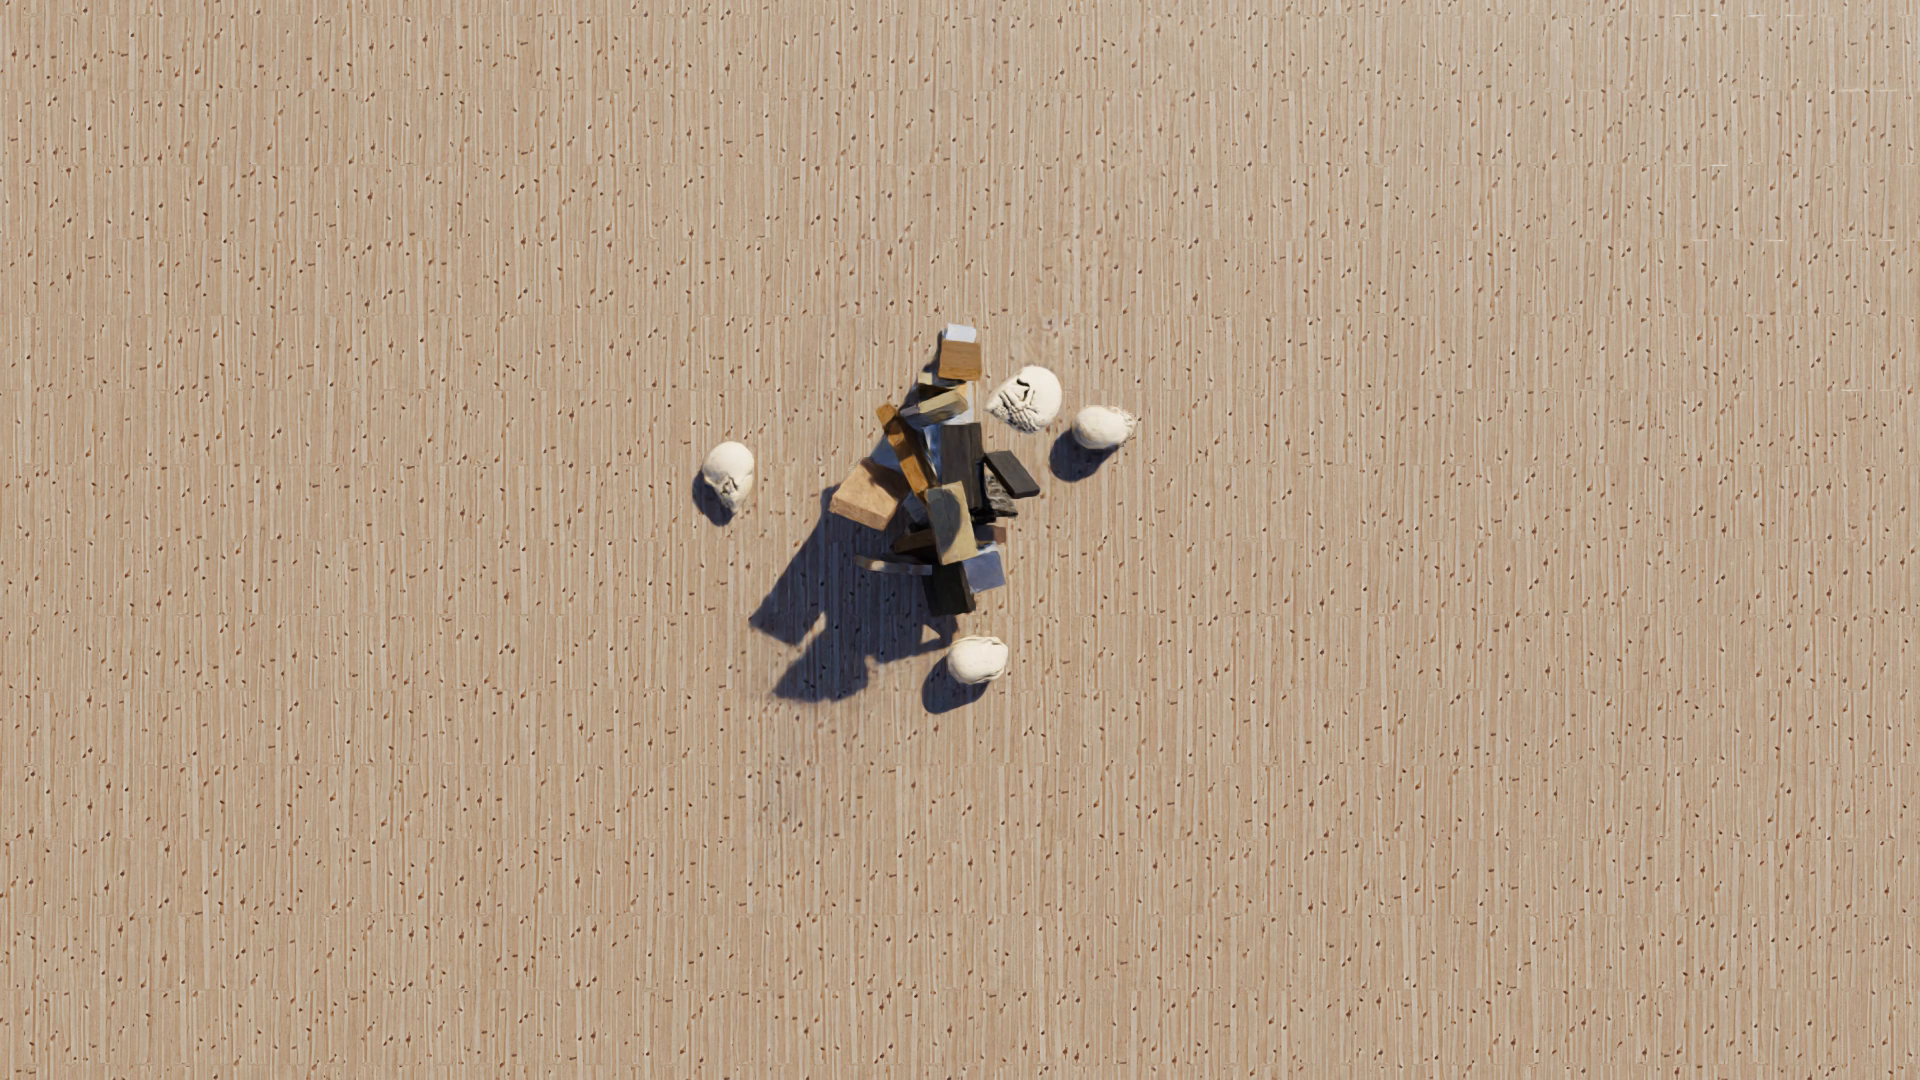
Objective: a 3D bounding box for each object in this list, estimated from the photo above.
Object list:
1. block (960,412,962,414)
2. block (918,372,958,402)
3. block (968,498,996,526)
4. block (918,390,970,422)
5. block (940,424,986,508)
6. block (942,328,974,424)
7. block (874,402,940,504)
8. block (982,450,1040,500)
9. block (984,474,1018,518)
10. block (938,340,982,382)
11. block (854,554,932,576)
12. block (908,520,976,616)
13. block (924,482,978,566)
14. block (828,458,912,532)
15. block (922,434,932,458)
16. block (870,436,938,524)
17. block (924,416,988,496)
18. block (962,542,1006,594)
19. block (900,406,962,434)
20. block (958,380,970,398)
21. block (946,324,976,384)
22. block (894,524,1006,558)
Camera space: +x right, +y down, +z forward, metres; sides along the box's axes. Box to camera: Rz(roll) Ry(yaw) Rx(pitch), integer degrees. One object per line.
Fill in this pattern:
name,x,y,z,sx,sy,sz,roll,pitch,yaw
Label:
block,-0.021,-0.392,5.437,0.055,0.016,0.111,-2,101,2
block,-0.066,-0.451,5.106,0.118,0.360,0.034,11,82,2
block,0.013,-0.164,5.079,0.090,0.026,0.318,-11,47,-18
block,-0.047,-0.403,4.982,0.118,0.237,0.034,-21,85,7
block,0.009,-0.220,4.949,0.126,0.036,0.251,-4,90,5
block,-0.007,-0.547,5.487,0.095,0.027,0.315,-2,90,0
block,-0.146,-0.250,5.152,0.050,0.178,0.356,-32,57,9
block,0.151,-0.194,4.871,0.090,0.026,0.181,-10,48,-33
block,0.110,-0.138,5.128,0.090,0.181,0.026,6,128,-24
block,0.002,-0.564,5.152,0.126,0.540,0.036,6,105,-1
block,-0.216,0.079,5.335,0.229,0.114,0.032,5,99,-35
block,-0.057,0.088,5.413,0.158,0.045,0.316,-8,100,36
block,-0.028,-0.051,4.900,0.114,0.032,0.229,-14,95,-19
block,-0.272,-0.144,5.147,0.178,0.356,0.050,22,115,3
block,-0.072,-0.352,5.378,0.104,0.029,0.208,1,101,33
block,-0.159,-0.220,5.355,0.158,0.045,0.316,-49,58,26
block,-0.015,-0.238,4.995,0.126,0.036,0.251,-17,85,5
block,0.072,0.087,5.132,0.114,0.229,0.032,-15,60,0
block,-0.094,-0.387,5.239,0.118,0.237,0.034,27,74,-23
block,-0.017,-0.531,5.430,0.095,0.027,0.189,8,71,-1
block,-0.008,-0.614,5.430,0.095,0.027,0.189,11,71,0
block,-0.036,0.002,5.167,0.178,0.356,0.050,7,78,-35
